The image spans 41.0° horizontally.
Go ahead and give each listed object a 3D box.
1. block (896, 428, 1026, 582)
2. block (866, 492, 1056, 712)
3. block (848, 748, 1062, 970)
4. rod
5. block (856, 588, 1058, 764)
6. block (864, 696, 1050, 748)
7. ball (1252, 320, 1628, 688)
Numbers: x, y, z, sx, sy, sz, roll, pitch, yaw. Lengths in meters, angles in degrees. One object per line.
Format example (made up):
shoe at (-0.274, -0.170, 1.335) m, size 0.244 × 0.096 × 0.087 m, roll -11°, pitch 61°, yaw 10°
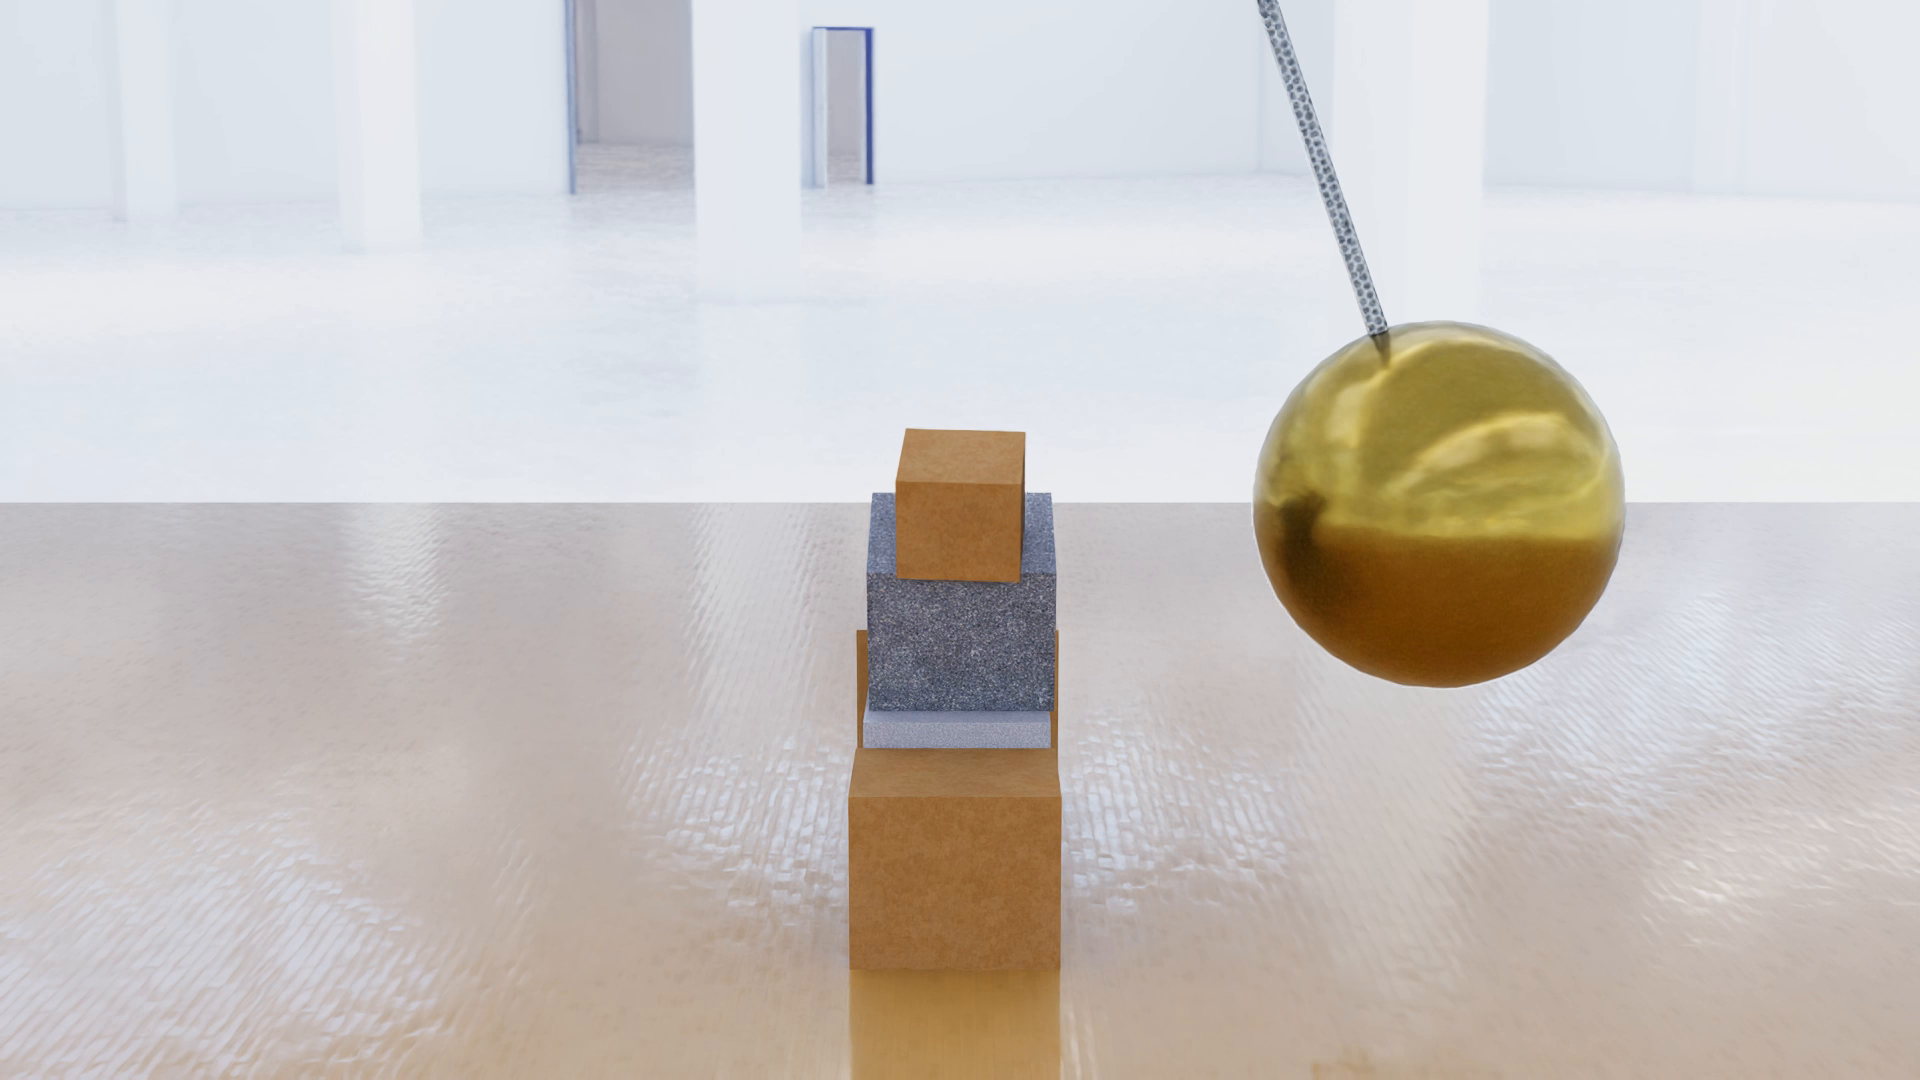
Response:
block at (0.008, -0.149, 10.720) m, size 0.510 × 0.449 × 0.509 m, roll 2°, pitch 27°, yaw 3°
block at (0.007, 0.261, 11.145) m, size 0.791 × 0.670 × 0.753 m, roll 0°, pitch 27°, yaw 0°
block at (-0.020, 1.291, 10.483) m, size 0.838 × 0.710 × 0.735 m, roll 0°, pitch 10°, yaw 0°
rod at (0.899, -3.294, 10.581) m, size 0.080 × 5.200 × 0.080 m, roll -20°, pitch 10°, yaw 4°
block at (-0.011, 0.826, 12.152) m, size 0.914 × 1.027 × 0.952 m, roll 0°, pitch 10°, yaw 0°
block at (-0.013, 1.092, 11.269) m, size 0.789 × 0.819 × 0.861 m, roll 0°, pitch 10°, yaw 0°
ball at (2.074, -0.155, 11.152) m, size 1.600 × 1.600 × 1.600 m, roll 0°, pitch 10°, yaw 0°
